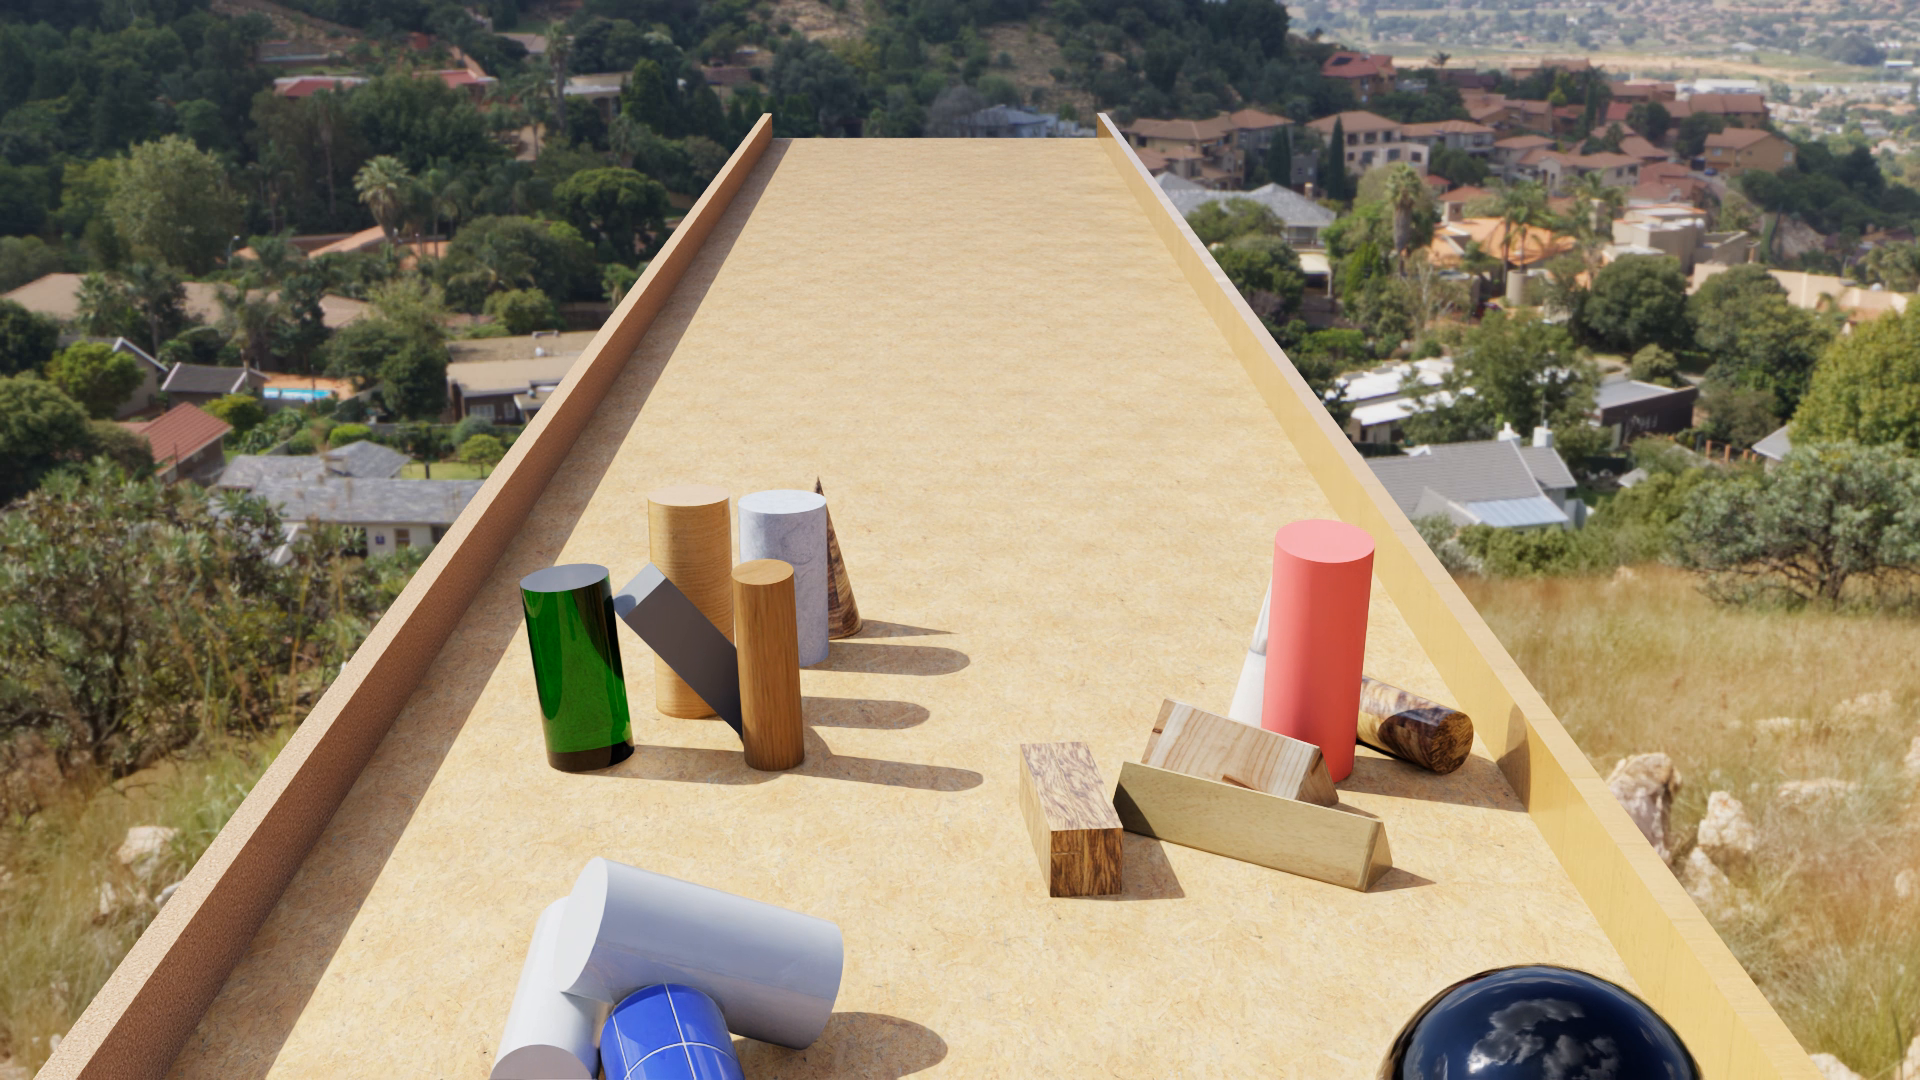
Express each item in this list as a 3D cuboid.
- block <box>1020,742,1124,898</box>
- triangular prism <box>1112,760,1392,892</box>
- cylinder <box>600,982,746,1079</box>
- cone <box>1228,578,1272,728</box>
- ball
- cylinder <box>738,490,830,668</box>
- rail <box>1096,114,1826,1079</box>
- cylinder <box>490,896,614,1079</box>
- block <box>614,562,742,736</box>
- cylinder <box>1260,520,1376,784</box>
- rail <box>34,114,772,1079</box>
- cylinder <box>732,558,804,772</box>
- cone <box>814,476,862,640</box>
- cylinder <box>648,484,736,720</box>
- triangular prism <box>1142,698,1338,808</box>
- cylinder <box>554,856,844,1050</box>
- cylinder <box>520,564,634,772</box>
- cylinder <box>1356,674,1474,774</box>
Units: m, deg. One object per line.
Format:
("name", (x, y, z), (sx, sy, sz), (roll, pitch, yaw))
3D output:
("block", (0.175, 0.444, 3.538), (0.111, 0.111, 0.355), (-2, 17, -6))
("triangular prism", (0.464, 0.447, 3.544), (0.456, 0.097, 0.112), (11, 19, 32))
("cylinder", (-0.322, 0.693, 2.611), (0.162, 0.162, 0.410), (-5, 17, -15))
("cone", (0.565, 0.200, 3.989), (0.162, 0.321, 0.162), (0, 17, 0))
("ball", (0.632, 0.649, 2.390), (0.373, 0.373, 0.373), (0, 17, 0))
("cylinder", (-0.353, 0.077, 4.406), (0.175, 0.321, 0.175), (0, 17, 0))
("rail", (0.932, -0.844, 7.801), (0.050, 0.150, 12.000), (0, 17, -1))
("cylinder", (-0.526, 0.621, 2.911), (0.131, 0.131, 0.417), (-1, 17, -3))
("block", (-0.465, 0.205, 3.946), (0.105, 0.351, 0.105), (-44, 27, -5))
("cylinder", (0.611, 0.195, 3.779), (0.166, 0.431, 0.166), (0, 26, 0))
("rail", (-1.118, -0.838, 7.780), (0.050, 0.150, 12.000), (0, 17, -1))
("cylinder", (-0.334, 0.220, 3.836), (0.107, 0.361, 0.107), (-1, 24, 1))
("cone", (-0.292, 0.023, 4.566), (0.177, 0.333, 0.177), (0, 17, 0))
("cylinder", (-0.500, 0.115, 4.116), (0.152, 0.413, 0.152), (0, 17, 0))
("triangular prism", (0.478, 0.367, 3.777), (0.135, 0.117, 0.329), (-15, 23, -43))
("cylinder", (-0.341, 0.543, 2.879), (0.335, 0.176, 0.176), (20, 9, -23))
("cylinder", (-0.672, 0.223, 3.869), (0.155, 0.333, 0.155), (-5, 17, 2))
("cylinder", (0.756, 0.314, 3.970), (0.113, 0.113, 0.345), (-12, 20, -34))
